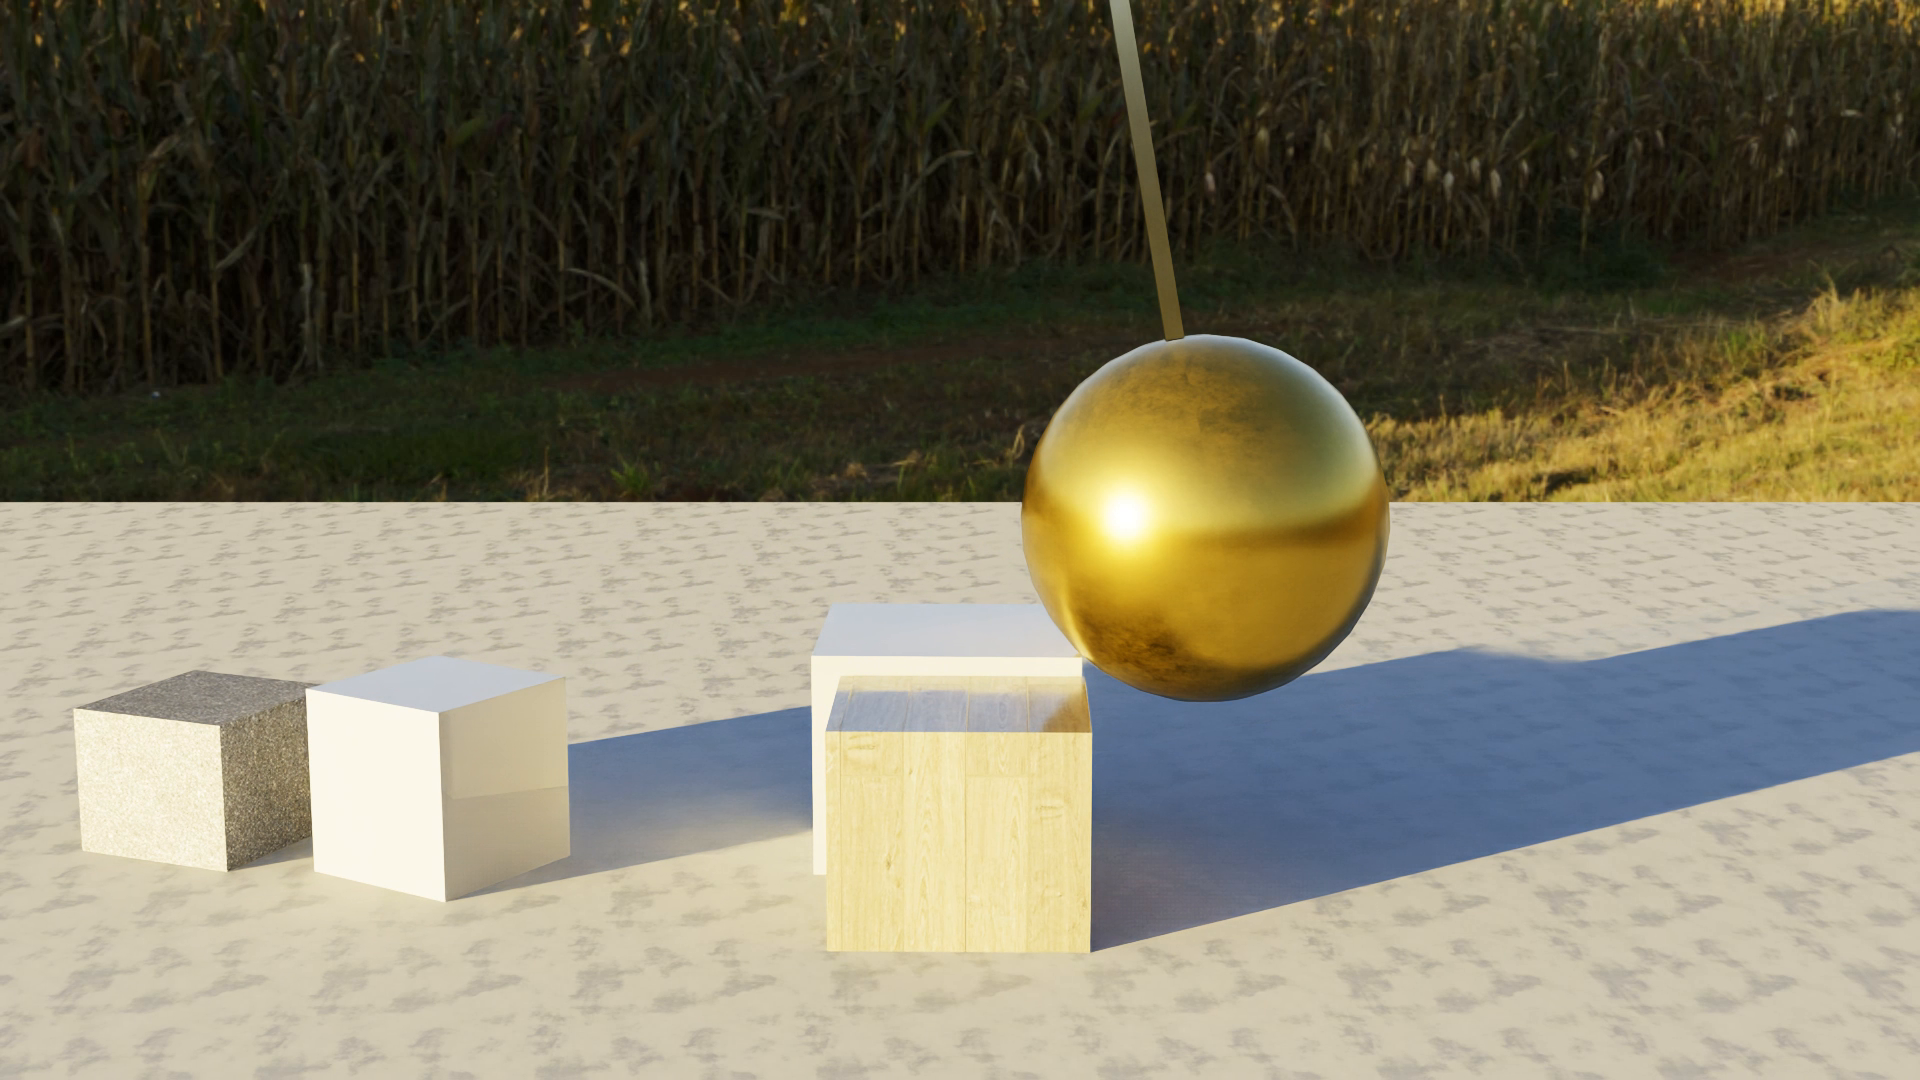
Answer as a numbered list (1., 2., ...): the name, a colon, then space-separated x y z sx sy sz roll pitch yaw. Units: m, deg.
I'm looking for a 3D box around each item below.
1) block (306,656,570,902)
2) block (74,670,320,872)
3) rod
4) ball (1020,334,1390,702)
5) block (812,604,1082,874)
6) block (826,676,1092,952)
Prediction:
1. block: -2.326 1.045 11.483 0.799 0.835 0.801 7 12 33
2. block: -3.479 1.053 11.902 0.818 0.670 0.826 4 11 23
3. rod: 0.461 -3.385 10.565 0.080 5.200 0.080 -10 10 2
4. ball: 1.063 -0.093 11.163 1.600 1.600 1.600 0 10 0
5. block: -0.041 0.898 11.847 1.181 0.994 1.136 0 10 2
6. block: 0.002 1.131 10.785 1.064 0.916 0.969 0 10 1
